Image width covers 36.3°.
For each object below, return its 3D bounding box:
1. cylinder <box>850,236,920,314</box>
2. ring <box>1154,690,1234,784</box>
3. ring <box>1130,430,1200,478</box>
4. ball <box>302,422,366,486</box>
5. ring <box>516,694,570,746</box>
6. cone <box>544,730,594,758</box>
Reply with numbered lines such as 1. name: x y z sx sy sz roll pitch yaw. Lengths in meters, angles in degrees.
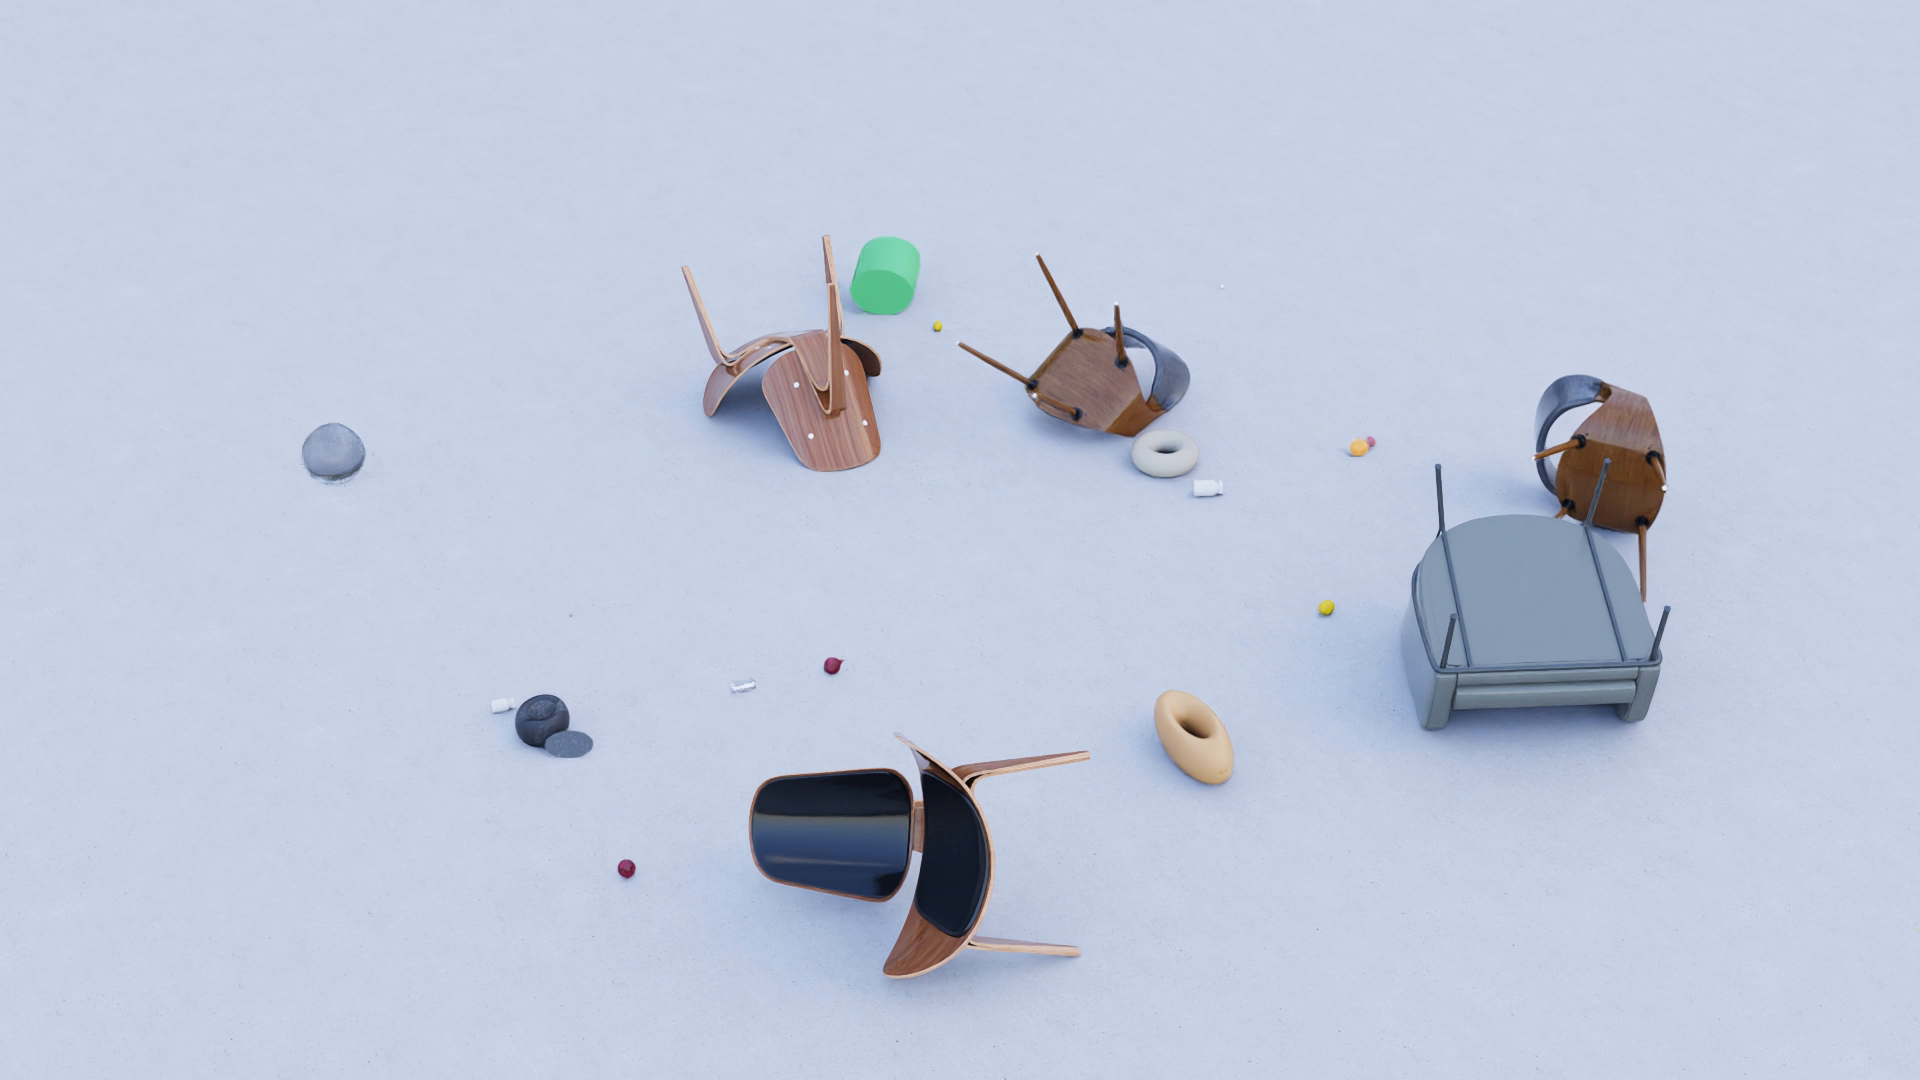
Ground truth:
1. cylinder: -0.315 -1.125 12.457 0.263 0.215 0.305 6 34 3
2. ring: 0.780 0.657 9.803 0.198 0.160 0.448 -17 35 -16
3. ring: 0.796 -0.337 11.375 0.264 0.092 0.272 19 38 24
4. ball: -2.398 -0.329 11.226 0.239 0.239 0.239 0 33 0
5. ring: -1.413 0.611 9.923 0.183 0.105 0.212 3 35 9
6. cone: -1.314 0.679 9.875 0.162 0.094 0.095 -2 7 -5
